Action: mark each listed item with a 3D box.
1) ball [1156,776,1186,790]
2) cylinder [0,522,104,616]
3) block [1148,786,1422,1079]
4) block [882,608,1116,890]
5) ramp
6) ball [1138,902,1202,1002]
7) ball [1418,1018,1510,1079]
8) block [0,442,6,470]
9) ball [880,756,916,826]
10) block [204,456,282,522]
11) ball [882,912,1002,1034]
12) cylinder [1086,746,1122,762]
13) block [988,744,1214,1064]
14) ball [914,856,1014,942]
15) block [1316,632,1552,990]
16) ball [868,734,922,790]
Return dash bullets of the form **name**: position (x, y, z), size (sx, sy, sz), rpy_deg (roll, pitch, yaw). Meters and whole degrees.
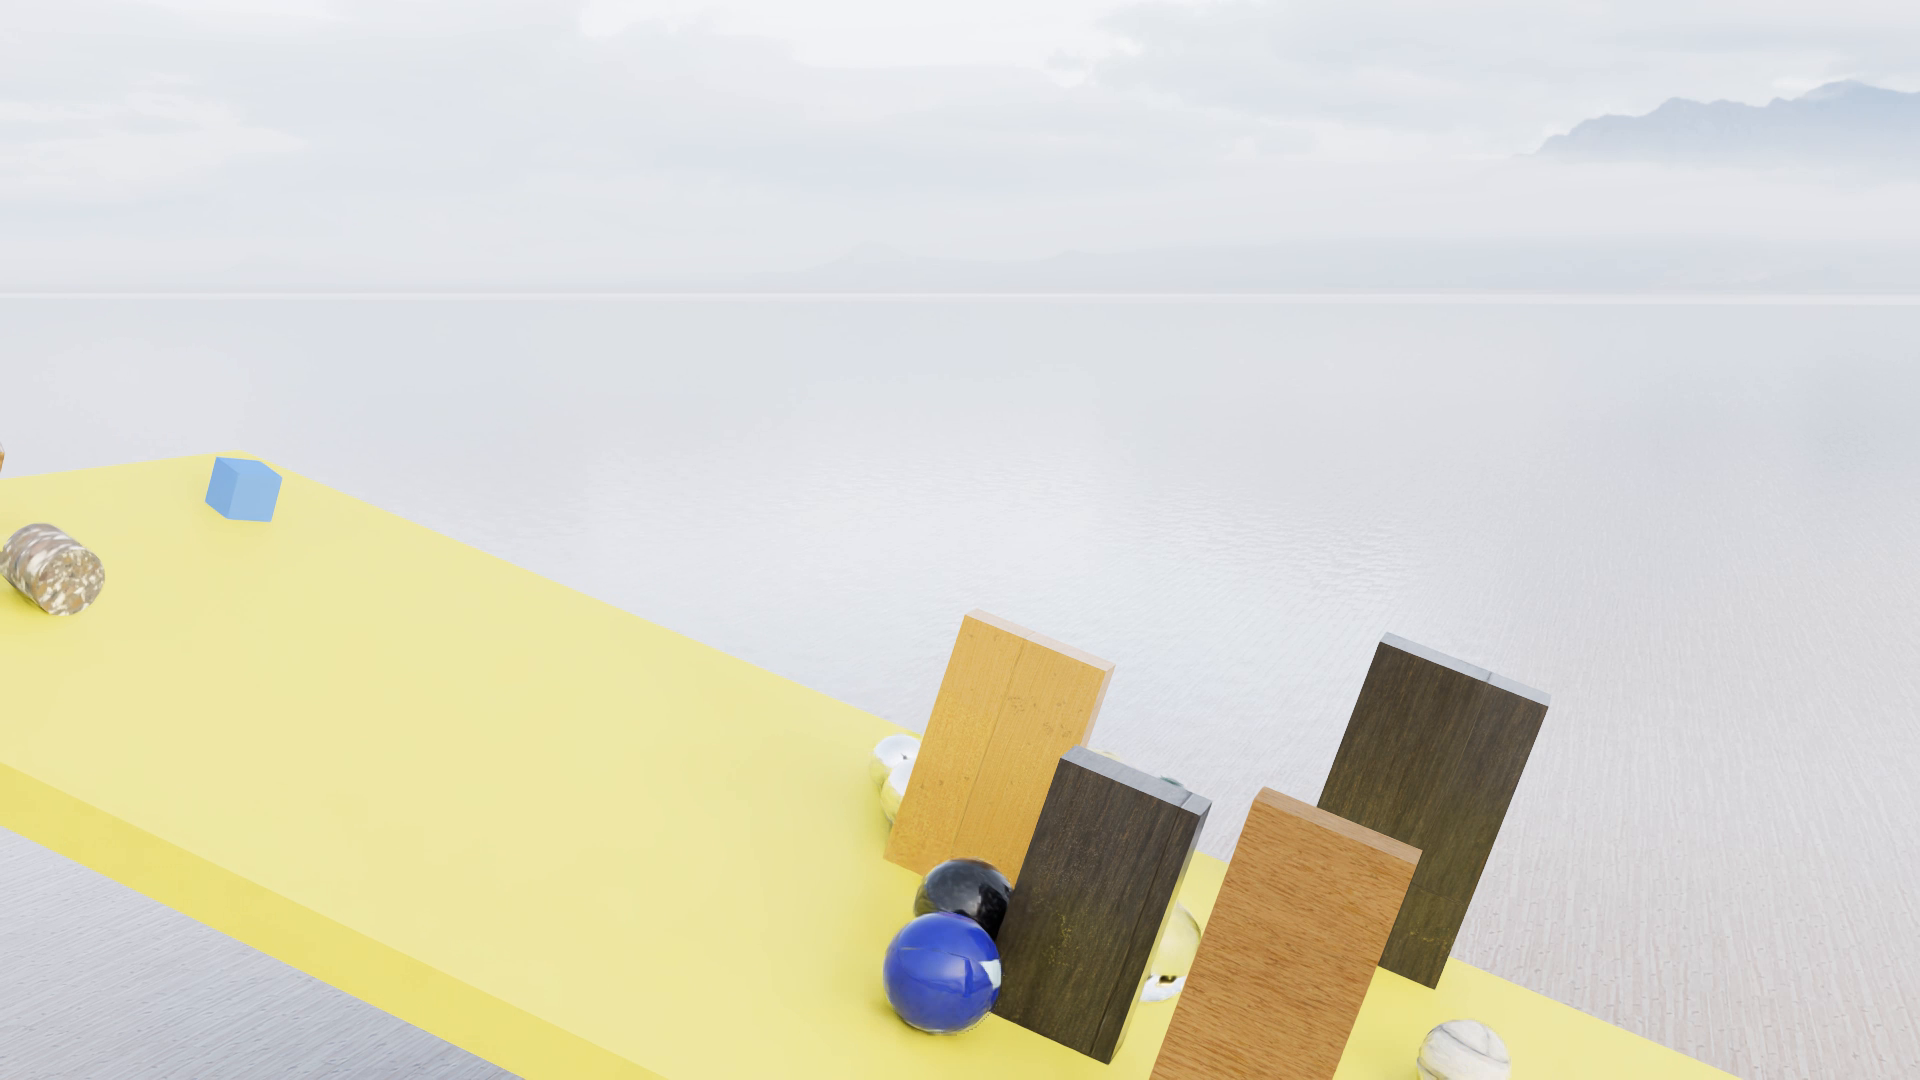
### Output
- **ball**: position (0.464, 0.607, 5.039), size (0.130, 0.130, 0.130), rpy_deg (0, 7, 0)
- **cylinder**: position (-1.730, 0.055, 4.190), size (0.137, 0.137, 0.137), rpy_deg (27, 21, 34)
- **block**: position (0.449, 0.716, 3.262), size (0.248, 0.651, 0.086), rpy_deg (21, 12, 14)
- **block**: position (0.074, 0.433, 4.278), size (0.295, 0.522, 0.084), rpy_deg (21, 12, 14)
- **ramp**: position (-0.345, 0.641, 4.218), size (4.000, 0.100, 2.000), rpy_deg (21, 12, 14)
- **ball**: position (0.349, 0.750, 4.048), size (0.198, 0.198, 0.198), rpy_deg (0, 7, 0)
- **ball**: position (0.924, 0.964, 4.041), size (0.164, 0.164, 0.164), rpy_deg (0, 7, 0)
- **block**: position (-2.056, -0.134, 4.439), size (0.182, 0.182, 0.182), rpy_deg (10, 14, -34)
- **ball**: position (-0.079, 0.525, 4.495), size (0.165, 0.165, 0.165), rpy_deg (0, 7, 0)
- **block**: position (-1.666, -0.117, 5.115), size (0.112, 0.112, 0.112), rpy_deg (29, 16, 40)
- **ball**: position (-0.030, 0.715, 3.637), size (0.199, 0.199, 0.199), rpy_deg (0, 7, 0)
- **cylinder**: position (0.233, 0.540, 4.836), size (0.189, 0.189, 0.189), rpy_deg (13, 1, -23)
- **block**: position (0.227, 0.624, 3.773), size (0.255, 0.471, 0.109), rpy_deg (21, 12, 14)
- **ball**: position (0.009, 0.657, 3.913), size (0.184, 0.184, 0.184), rpy_deg (0, 7, 0)
- **block**: position (0.955, 0.571, 4.662), size (0.364, 0.654, 0.135), rpy_deg (21, 12, 14)
- **ball**: position (-0.129, 0.481, 4.699), size (0.131, 0.131, 0.131), rpy_deg (0, 7, 0)
